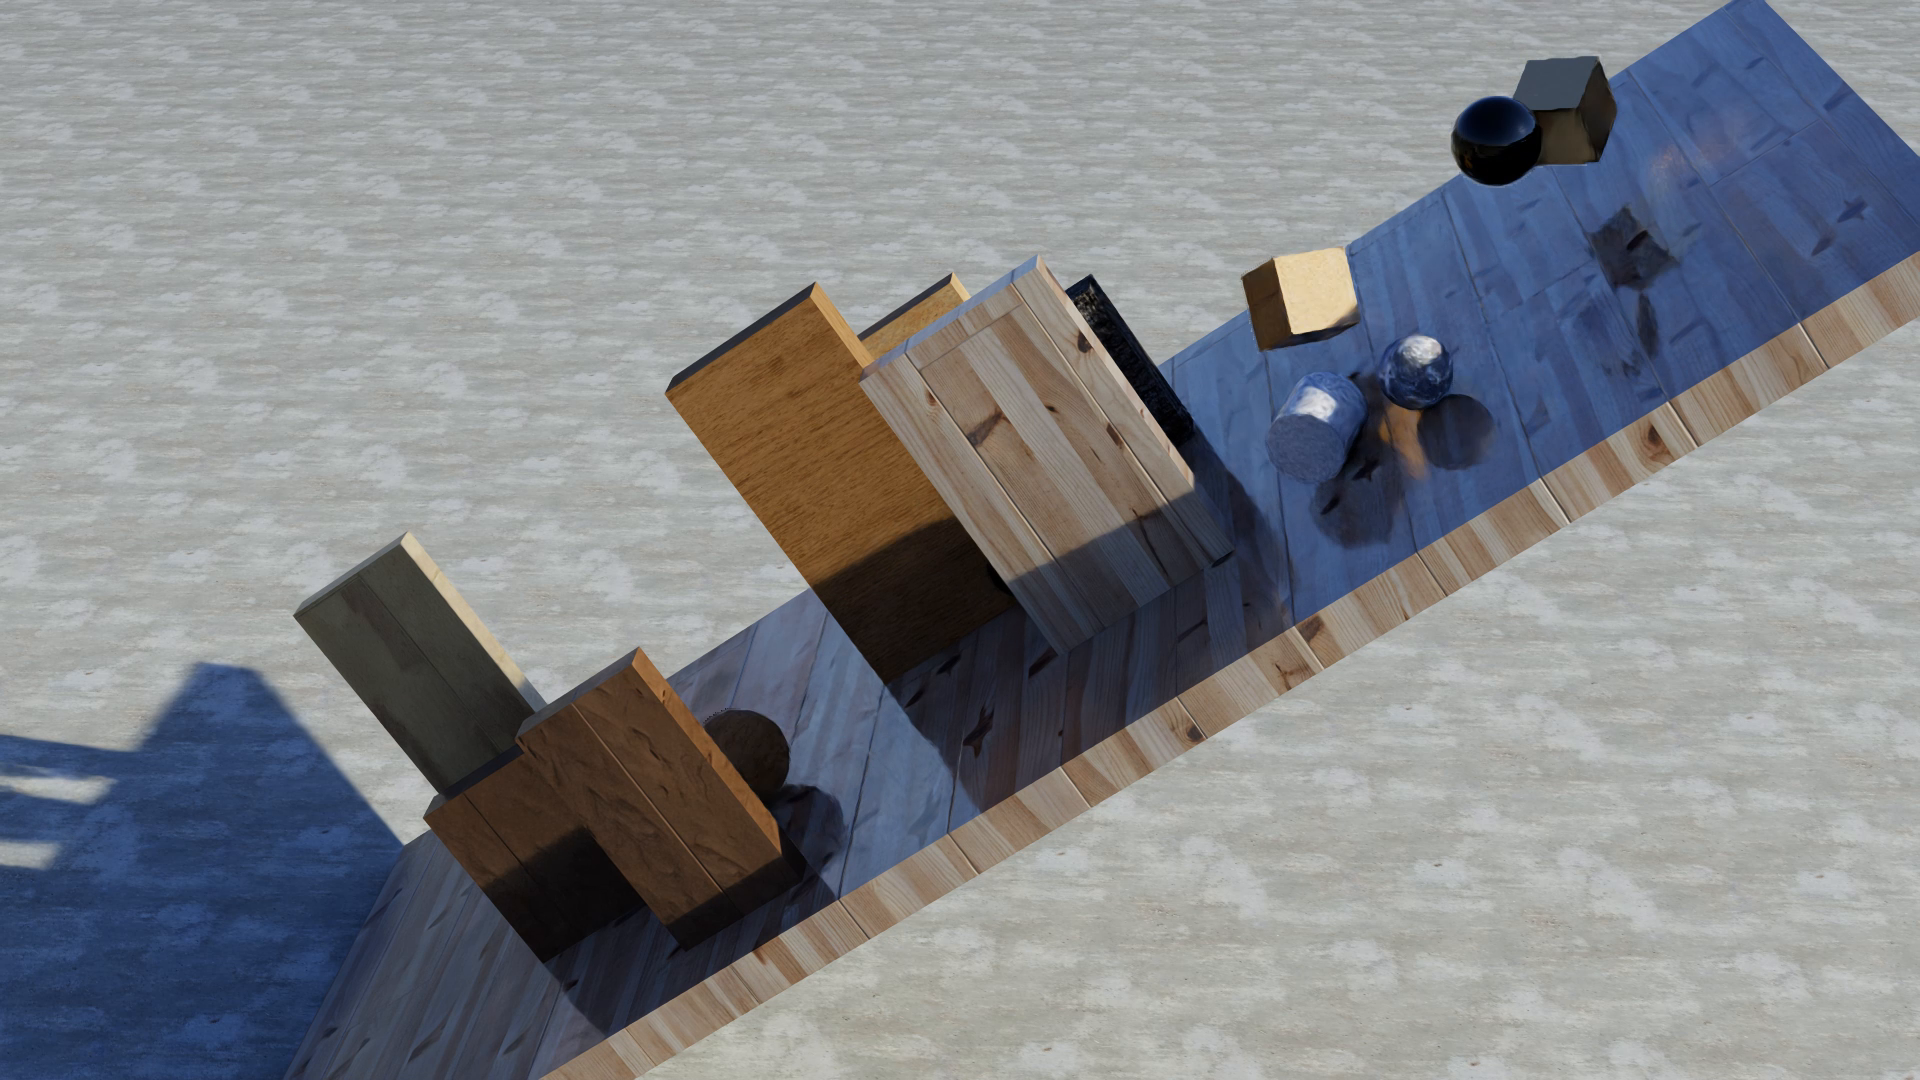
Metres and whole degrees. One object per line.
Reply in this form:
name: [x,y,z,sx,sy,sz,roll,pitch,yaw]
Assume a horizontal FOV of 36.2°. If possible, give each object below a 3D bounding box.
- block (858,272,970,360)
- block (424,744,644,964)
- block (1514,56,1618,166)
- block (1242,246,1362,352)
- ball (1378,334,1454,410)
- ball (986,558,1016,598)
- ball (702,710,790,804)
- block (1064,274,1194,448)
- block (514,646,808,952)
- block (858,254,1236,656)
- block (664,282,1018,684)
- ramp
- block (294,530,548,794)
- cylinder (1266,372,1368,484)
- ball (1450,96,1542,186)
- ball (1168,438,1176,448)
block: [-0.002,-0.343,6.997,0.306,0.498,0.091,-32,16,15]
block: [-0.853,0.628,6.149,0.344,0.409,0.100,-32,16,15]
block: [1.266,-0.900,6.176,0.156,0.156,0.156,2,52,34]
block: [0.721,-0.508,6.213,0.165,0.165,0.165,-11,-5,-20]
ball: [0.880,-0.324,5.683,0.146,0.146,0.146,0,21,0]
ball: [0.137,0.042,6.151,0.164,0.164,0.164,0,21,0]
ball: [-0.461,0.460,6.173,0.209,0.209,0.209,0,21,0]
block: [0.277,-0.328,6.510,0.306,0.409,0.115,-32,16,15]
block: [-0.571,0.502,5.651,0.283,0.544,0.086,-32,16,15]
block: [0.173,-0.158,5.715,0.414,0.683,0.094,-32,16,15]
block: [-0.231,-0.114,6.246,0.378,0.797,0.115,-32,16,15]
ramp: [0.136,0.174,6.305,4.000,0.100,2.000,-32,16,15]
block: [-1.206,0.376,6.981,0.328,0.768,0.084,-32,16,15]
cylinder: [0.698,-0.219,5.745,0.160,0.160,0.160,9,36,21]
ball: [1.098,-0.818,6.023,0.185,0.185,0.185,0,21,0]
ball: [0.406,-0.175,6.322,0.123,0.123,0.123,0,21,0]
